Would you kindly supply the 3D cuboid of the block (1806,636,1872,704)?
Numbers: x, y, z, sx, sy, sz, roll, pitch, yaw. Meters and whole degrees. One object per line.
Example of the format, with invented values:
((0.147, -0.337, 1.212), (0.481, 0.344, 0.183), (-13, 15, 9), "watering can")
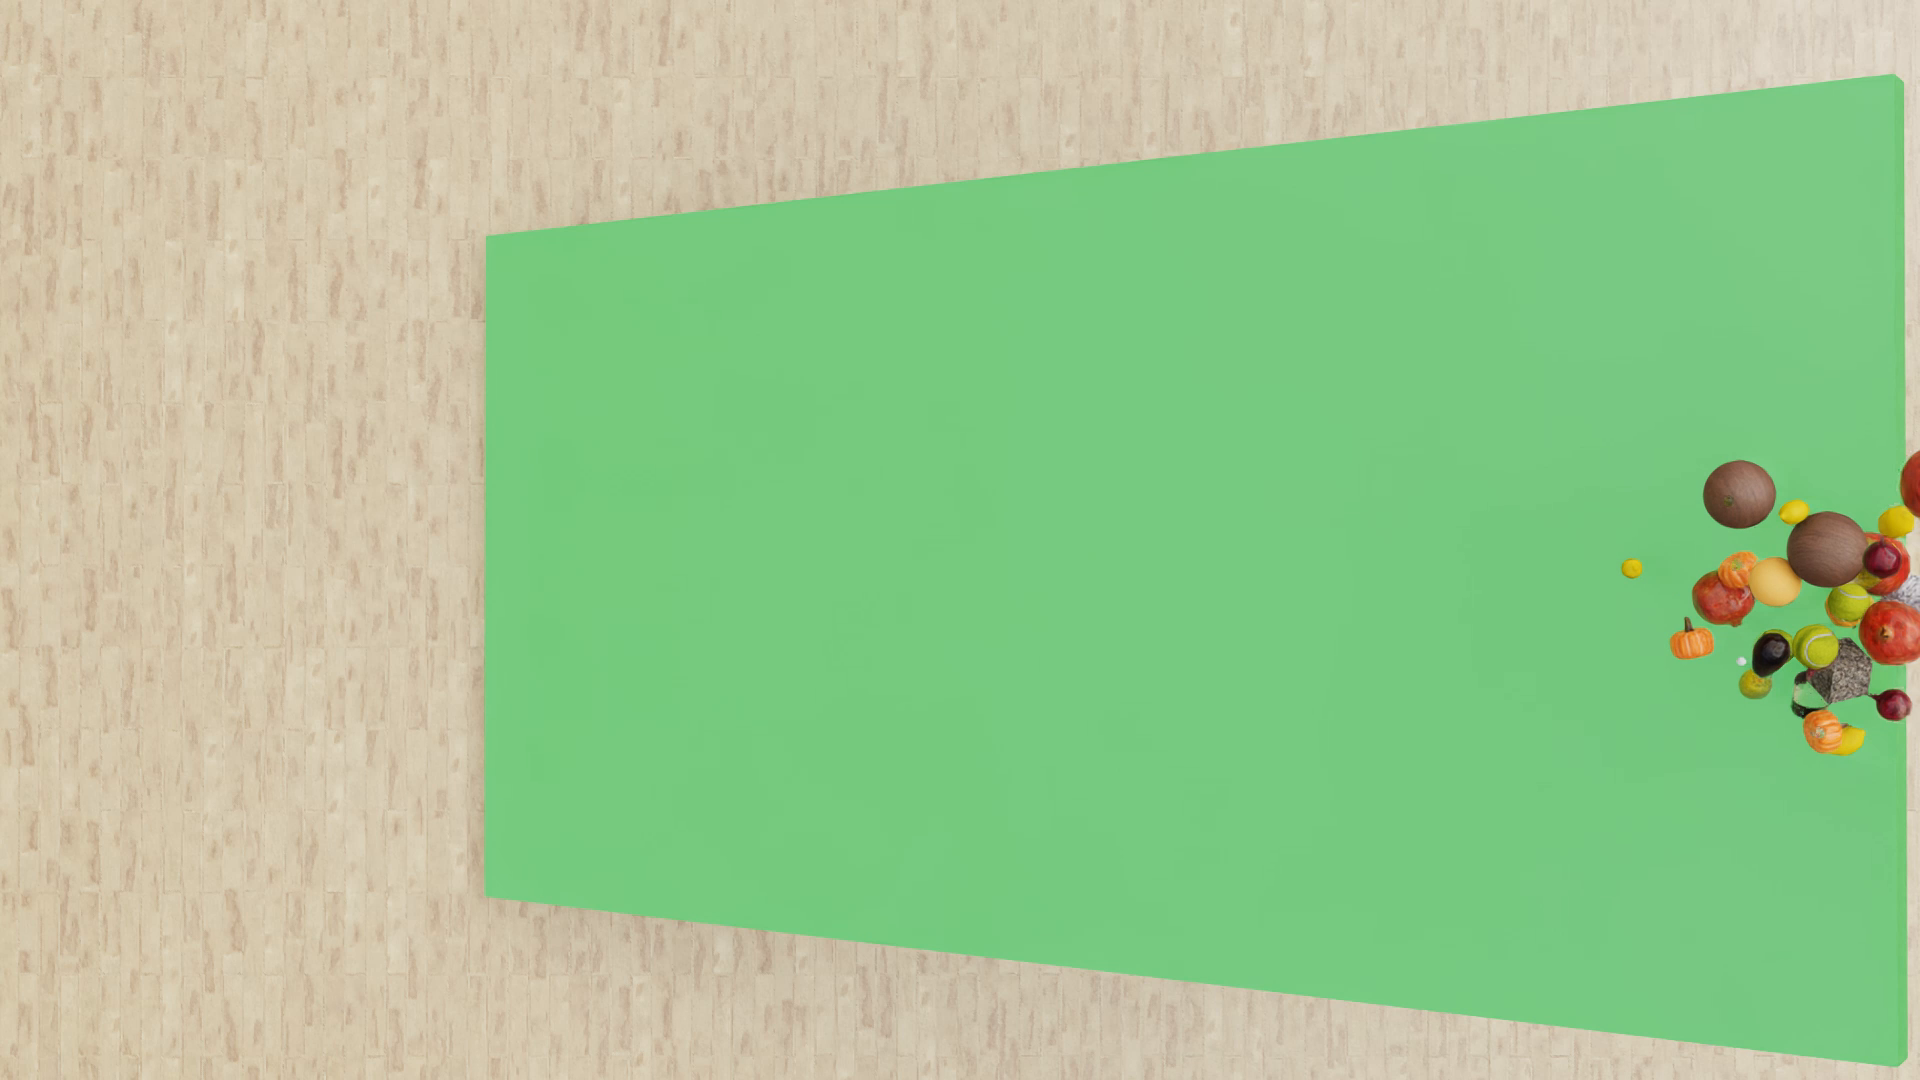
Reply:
((1.628, 0.241, 4.072), (0.079, 0.079, 0.079), (-13, 126, -7), "block")

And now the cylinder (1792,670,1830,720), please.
((1.634, 0.297, 4.220), (0.068, 0.068, 0.068), (-10, 128, 0), "cylinder")

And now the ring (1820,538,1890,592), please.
((1.576, 0.044, 3.871), (0.117, 0.039, 0.117), (2, 131, 2), "ring")

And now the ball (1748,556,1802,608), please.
((1.406, 0.072, 3.792), (0.087, 0.087, 0.087), (0, 90, 0), "ball")

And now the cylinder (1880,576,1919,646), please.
((1.737, 0.129, 3.986), (0.094, 0.094, 0.094), (-9, 126, -13), "cylinder")

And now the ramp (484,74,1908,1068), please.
((0.251, 0.069, 5.582), (4.000, 0.100, 2.000), (0, 89, 34), "ramp")
